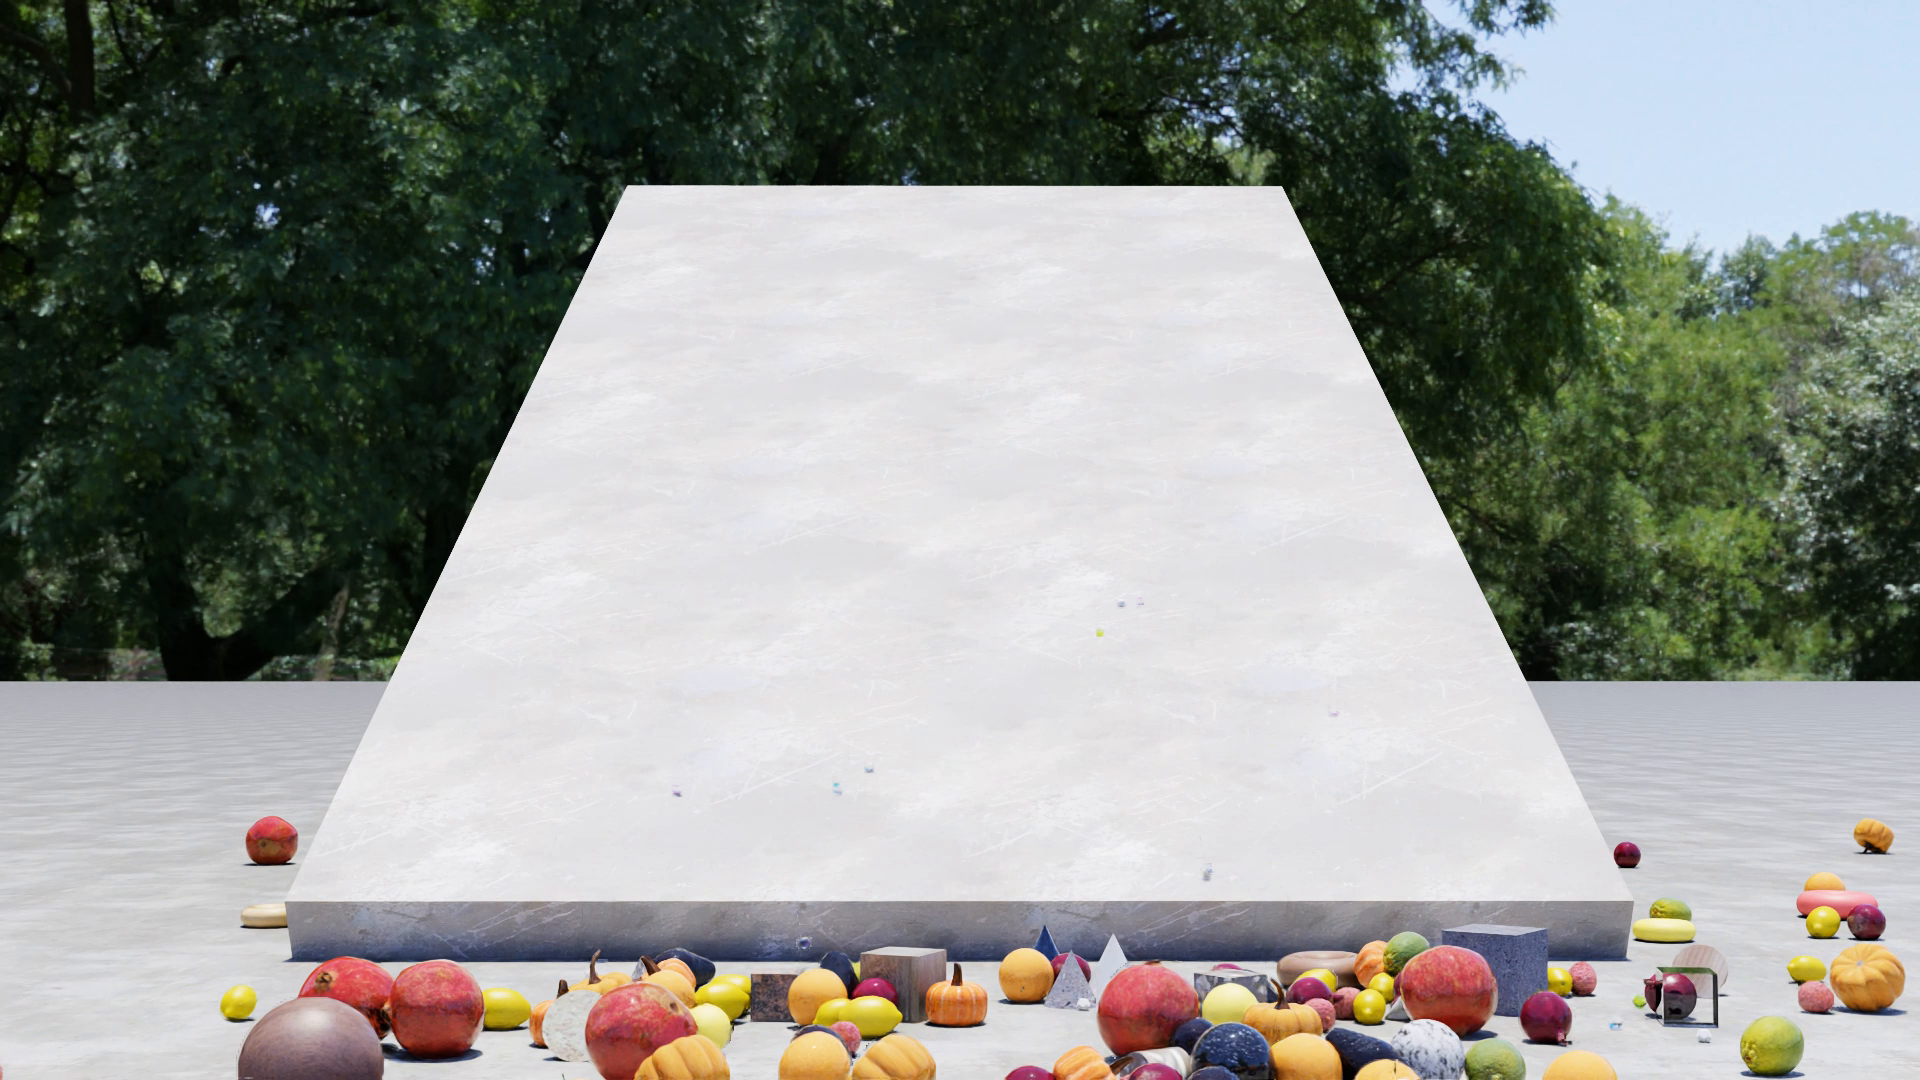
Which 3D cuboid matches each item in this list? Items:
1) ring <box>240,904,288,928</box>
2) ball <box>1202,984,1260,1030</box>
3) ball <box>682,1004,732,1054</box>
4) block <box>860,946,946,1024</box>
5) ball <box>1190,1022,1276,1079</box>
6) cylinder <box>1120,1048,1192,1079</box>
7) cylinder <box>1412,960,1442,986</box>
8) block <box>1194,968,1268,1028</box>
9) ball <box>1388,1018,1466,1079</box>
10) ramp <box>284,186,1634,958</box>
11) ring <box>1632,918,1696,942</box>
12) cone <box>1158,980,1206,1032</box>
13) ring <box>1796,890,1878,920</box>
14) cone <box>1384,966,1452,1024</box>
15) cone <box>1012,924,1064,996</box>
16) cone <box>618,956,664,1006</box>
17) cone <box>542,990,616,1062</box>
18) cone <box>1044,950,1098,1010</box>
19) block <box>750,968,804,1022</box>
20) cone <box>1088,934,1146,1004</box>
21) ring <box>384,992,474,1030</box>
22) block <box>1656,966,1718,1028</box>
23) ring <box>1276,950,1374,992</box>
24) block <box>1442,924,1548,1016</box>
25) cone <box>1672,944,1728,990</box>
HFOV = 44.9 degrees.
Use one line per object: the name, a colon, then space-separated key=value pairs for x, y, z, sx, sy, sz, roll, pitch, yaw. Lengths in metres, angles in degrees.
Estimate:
ring: x=-1.164 y=0.635 z=3.928 sx=0.101 sy=0.034 sz=0.101 roll=-1 pitch=-2 yaw=0
ball: x=0.313 y=0.546 z=2.681 sx=0.067 sy=0.067 sz=0.067 roll=0 pitch=-3 yaw=0
ball: x=-0.284 y=0.547 z=2.601 sx=0.055 sy=0.055 sz=0.055 roll=0 pitch=-3 yaw=0
block: x=-0.070 y=0.551 z=2.883 sx=0.081 sy=0.081 sz=0.081 roll=-1 pitch=-4 yaw=24
ball: x=0.267 y=0.514 z=2.272 sx=0.084 sy=0.084 sz=0.084 roll=0 pitch=-3 yaw=0
cylinder: x=0.196 y=0.531 z=2.299 sx=0.053 sy=0.053 sz=0.053 roll=2 pitch=-4 yaw=-35
cylinder: x=0.620 y=0.572 z=3.001 sx=0.053 sy=0.053 sz=0.053 roll=-2 pitch=-4 yaw=36
block: x=0.327 y=0.556 z=2.808 sx=0.063 sy=0.063 sz=0.063 roll=2 pitch=-4 yaw=-36
ball: x=0.470 y=0.522 z=2.343 sx=0.076 sy=0.076 sz=0.076 roll=0 pitch=-3 yaw=0
ramp: x=-0.008 y=-0.228 z=5.293 sx=2.000 sy=0.100 sz=4.000 roll=0 pitch=24 yaw=0
ring: x=1.124 y=0.624 z=3.711 sx=0.098 sy=0.033 sz=0.098 roll=0 pitch=-5 yaw=0
cone: x=0.266 y=0.557 z=2.789 sx=0.058 sy=0.058 sz=0.058 roll=0 pitch=-3 yaw=0
ring: x=1.533 y=0.638 z=4.062 sx=0.135 sy=0.045 sz=0.135 roll=1 pitch=-4 yaw=0
cone: x=0.551 y=0.573 z=2.848 sx=0.075 sy=0.075 sz=0.075 roll=-30 pitch=-15 yaw=21
cone: x=0.114 y=0.560 z=3.120 sx=0.089 sy=0.089 sz=0.089 roll=0 pitch=-3 yaw=0
cone: x=-0.413 y=0.569 z=3.012 sx=0.059 sy=0.059 sz=0.059 roll=0 pitch=-3 yaw=0
cone: x=-0.420 y=0.557 z=2.602 sx=0.082 sy=0.082 sz=0.082 roll=0 pitch=-30 yaw=0
cone: x=0.143 y=0.561 z=2.984 sx=0.071 sy=0.071 sz=0.071 roll=0 pitch=-3 yaw=0
block: x=-0.225 y=0.562 z=2.871 sx=0.058 sy=0.058 sz=0.058 roll=0 pitch=-3 yaw=4
cone: x=0.201 y=0.558 z=3.048 sx=0.085 sy=0.085 sz=0.085 roll=0 pitch=-3 yaw=0
ring: x=-0.644 y=0.570 z=2.817 sx=0.107 sy=0.036 sz=0.107 roll=1 pitch=-4 yaw=0
block: x=0.885 y=0.556 z=2.830 sx=0.064 sy=0.064 sz=0.064 roll=-1 pitch=-3 yaw=9
ring: x=0.495 y=0.586 z=3.156 sx=0.131 sy=0.044 sz=0.131 roll=-1 pitch=-3 yaw=0
block: x=0.681 y=0.545 z=2.955 sx=0.100 sy=0.100 sz=0.100 roll=-2 pitch=-4 yaw=35
cone: x=0.994 y=0.589 z=3.112 sx=0.072 sy=0.072 sz=0.072 roll=-1 pitch=-30 yaw=23
